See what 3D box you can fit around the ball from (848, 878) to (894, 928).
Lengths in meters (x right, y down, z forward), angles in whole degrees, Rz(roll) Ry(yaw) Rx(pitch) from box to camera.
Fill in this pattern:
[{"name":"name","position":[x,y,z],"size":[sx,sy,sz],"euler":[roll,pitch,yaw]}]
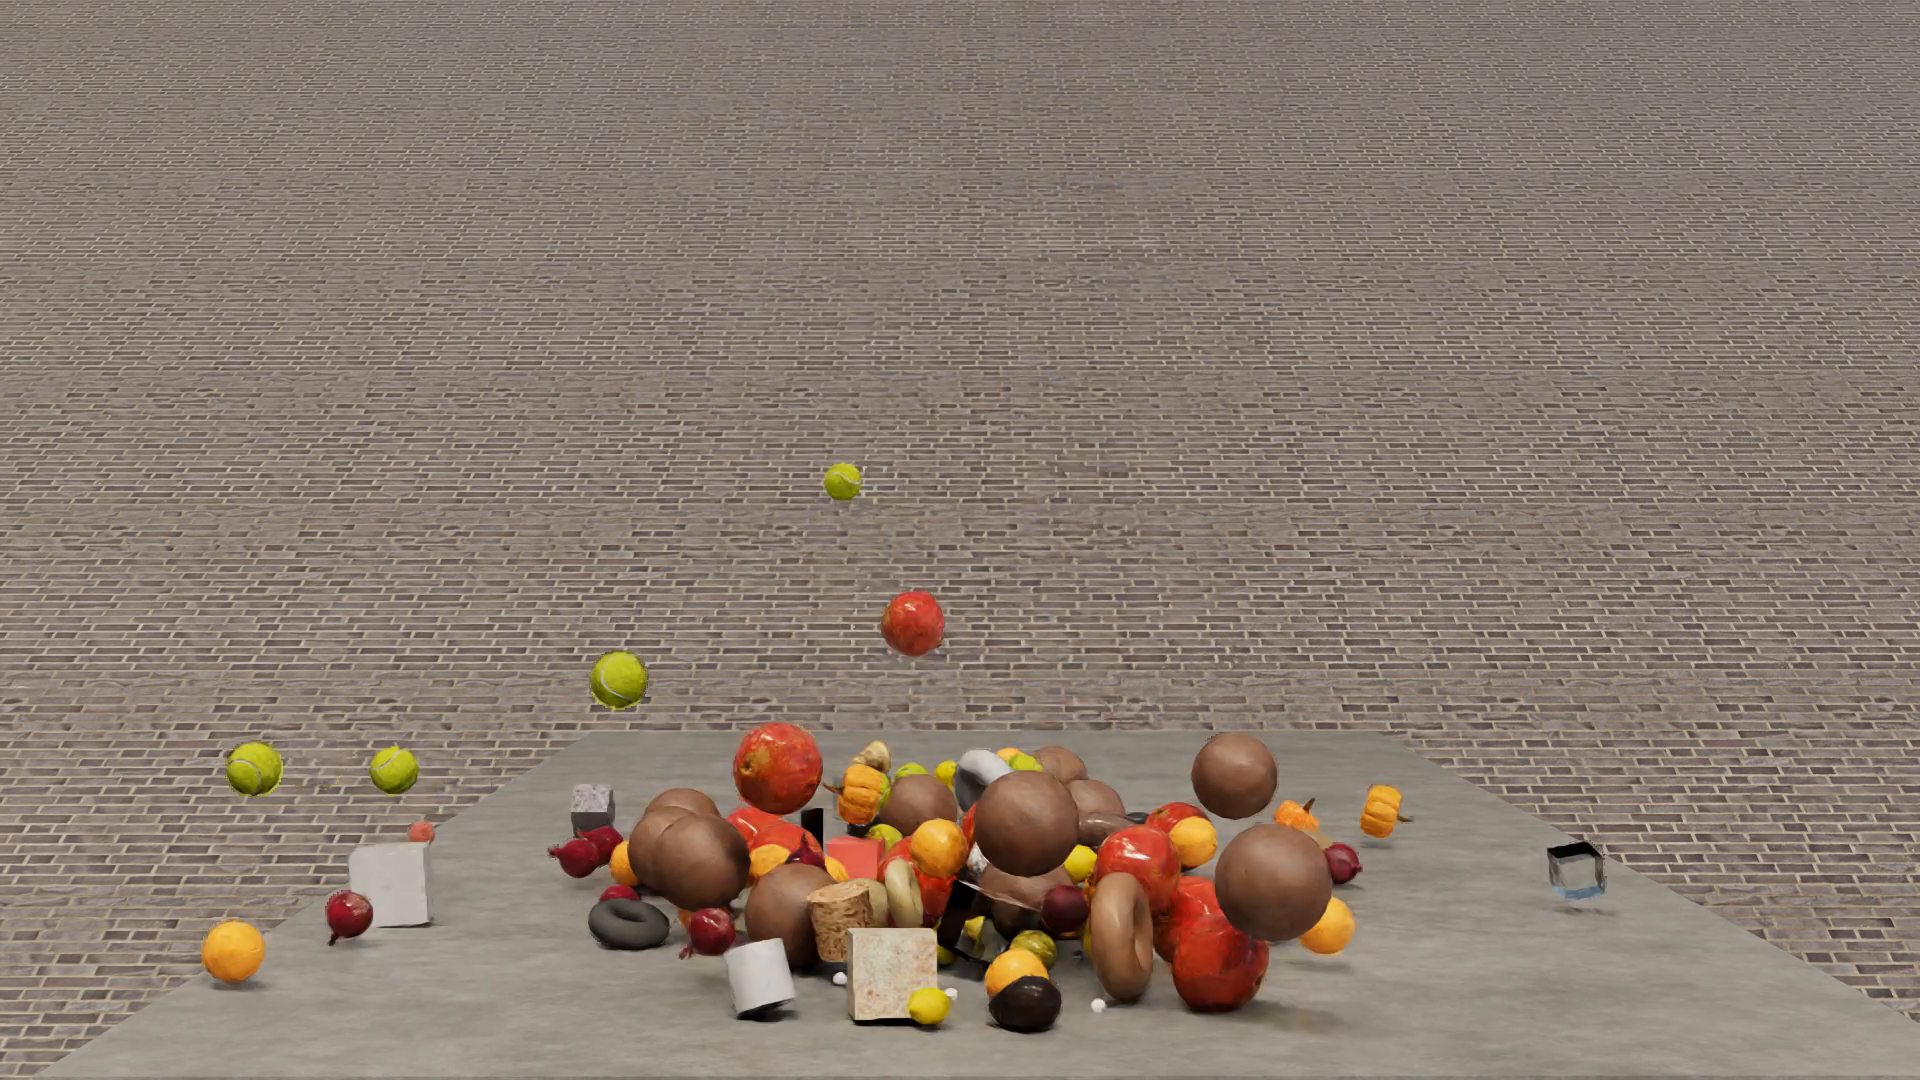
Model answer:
[{"name":"ball","position":[-0.125,0.475,3.312],"size":[0.084,0.084,0.084],"euler":[0,28,0]}]

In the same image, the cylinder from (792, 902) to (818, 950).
[{"name":"cylinder","position":[-0.191,0.502,3.365],"size":[0.057,0.057,0.057],"euler":[-2,0,-3]}]

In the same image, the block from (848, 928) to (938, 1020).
[{"name":"block","position":[-0.077,0.486,2.903],"size":[0.093,0.093,0.093],"euler":[0,-5,-7]}]

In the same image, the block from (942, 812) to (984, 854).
[{"name":"block","position":[0.011,0.488,4.307],"size":[0.061,0.061,0.061],"euler":[-1,1,-42]}]

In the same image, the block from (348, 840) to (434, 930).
[{"name":"block","position":[-0.783,0.475,3.565],"size":[0.099,0.099,0.099],"euler":[-4,1,-6]}]

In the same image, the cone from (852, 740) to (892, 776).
[{"name":"cone","position":[-0.175,0.406,4.773],"size":[0.070,0.070,0.070],"euler":[-1,21,-46]}]

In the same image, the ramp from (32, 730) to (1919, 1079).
[{"name":"ramp","position":[0.063,0.564,4.604],"size":[2.000,0.100,4.000],"euler":[0,1,0]}]

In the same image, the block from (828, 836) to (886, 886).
[{"name":"block","position":[-0.155,0.487,3.859],"size":[0.075,0.075,0.075],"euler":[0,1,7]}]

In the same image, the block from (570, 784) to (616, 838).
[{"name":"block","position":[-0.637,0.470,4.484],"size":[0.064,0.064,0.064],"euler":[-1,41,2]}]

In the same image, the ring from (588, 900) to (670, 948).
[{"name":"ring","position":[-0.433,0.502,3.383],"size":[0.108,0.036,0.108],"euler":[12,14,-3]}]

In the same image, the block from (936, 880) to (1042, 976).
[{"name":"block","position":[0.034,0.474,3.164],"size":[0.081,0.081,0.081],"euler":[21,-2,-34]}]

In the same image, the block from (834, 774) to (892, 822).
[{"name":"block","position":[-0.179,0.474,4.757],"size":[0.076,0.076,0.076],"euler":[0,0,34]}]

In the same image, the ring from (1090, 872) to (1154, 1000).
[{"name":"ring","position":[0.188,0.460,3.000],"size":[0.050,0.150,0.150],"euler":[-6,26,16]}]

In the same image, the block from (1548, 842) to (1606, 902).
[{"name":"block","position":[0.868,0.467,3.640],"size":[0.058,0.058,0.058],"euler":[-10,15,-6]}]

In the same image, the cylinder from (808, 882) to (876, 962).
[{"name":"cylinder","position":[-0.141,0.461,3.119],"size":[0.074,0.074,0.074],"euler":[-10,10,2]}]

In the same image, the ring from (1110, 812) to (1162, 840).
[{"name":"ring","position":[0.290,0.487,4.354],"size":[0.102,0.102,0.034],"euler":[-3,67,-6]}]

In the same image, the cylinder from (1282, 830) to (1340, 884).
[{"name":"cylinder","position":[0.538,0.485,3.957],"size":[0.073,0.073,0.073],"euler":[-3,2,-6]}]

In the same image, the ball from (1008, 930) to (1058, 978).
[{"name":"ball","position":[0.088,0.500,3.119],"size":[0.059,0.059,0.059],"euler":[0,28,0]}]

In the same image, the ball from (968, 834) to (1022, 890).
[{"name":"ball","position":[0.046,0.429,3.438],"size":[0.072,0.072,0.072],"euler":[0,28,0]}]

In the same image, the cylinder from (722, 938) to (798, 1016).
[{"name":"cylinder","position":[-0.225,0.492,2.907],"size":[0.069,0.069,0.069],"euler":[-15,-14,-4]}]

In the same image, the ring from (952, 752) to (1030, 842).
[{"name":"ring","position":[0.044,0.364,3.660],"size":[0.048,0.144,0.144],"euler":[-28,38,-29]}]

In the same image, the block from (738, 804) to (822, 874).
[{"name":"block","position":[-0.286,0.474,4.107],"size":[0.095,0.095,0.095],"euler":[1,1,44]}]
